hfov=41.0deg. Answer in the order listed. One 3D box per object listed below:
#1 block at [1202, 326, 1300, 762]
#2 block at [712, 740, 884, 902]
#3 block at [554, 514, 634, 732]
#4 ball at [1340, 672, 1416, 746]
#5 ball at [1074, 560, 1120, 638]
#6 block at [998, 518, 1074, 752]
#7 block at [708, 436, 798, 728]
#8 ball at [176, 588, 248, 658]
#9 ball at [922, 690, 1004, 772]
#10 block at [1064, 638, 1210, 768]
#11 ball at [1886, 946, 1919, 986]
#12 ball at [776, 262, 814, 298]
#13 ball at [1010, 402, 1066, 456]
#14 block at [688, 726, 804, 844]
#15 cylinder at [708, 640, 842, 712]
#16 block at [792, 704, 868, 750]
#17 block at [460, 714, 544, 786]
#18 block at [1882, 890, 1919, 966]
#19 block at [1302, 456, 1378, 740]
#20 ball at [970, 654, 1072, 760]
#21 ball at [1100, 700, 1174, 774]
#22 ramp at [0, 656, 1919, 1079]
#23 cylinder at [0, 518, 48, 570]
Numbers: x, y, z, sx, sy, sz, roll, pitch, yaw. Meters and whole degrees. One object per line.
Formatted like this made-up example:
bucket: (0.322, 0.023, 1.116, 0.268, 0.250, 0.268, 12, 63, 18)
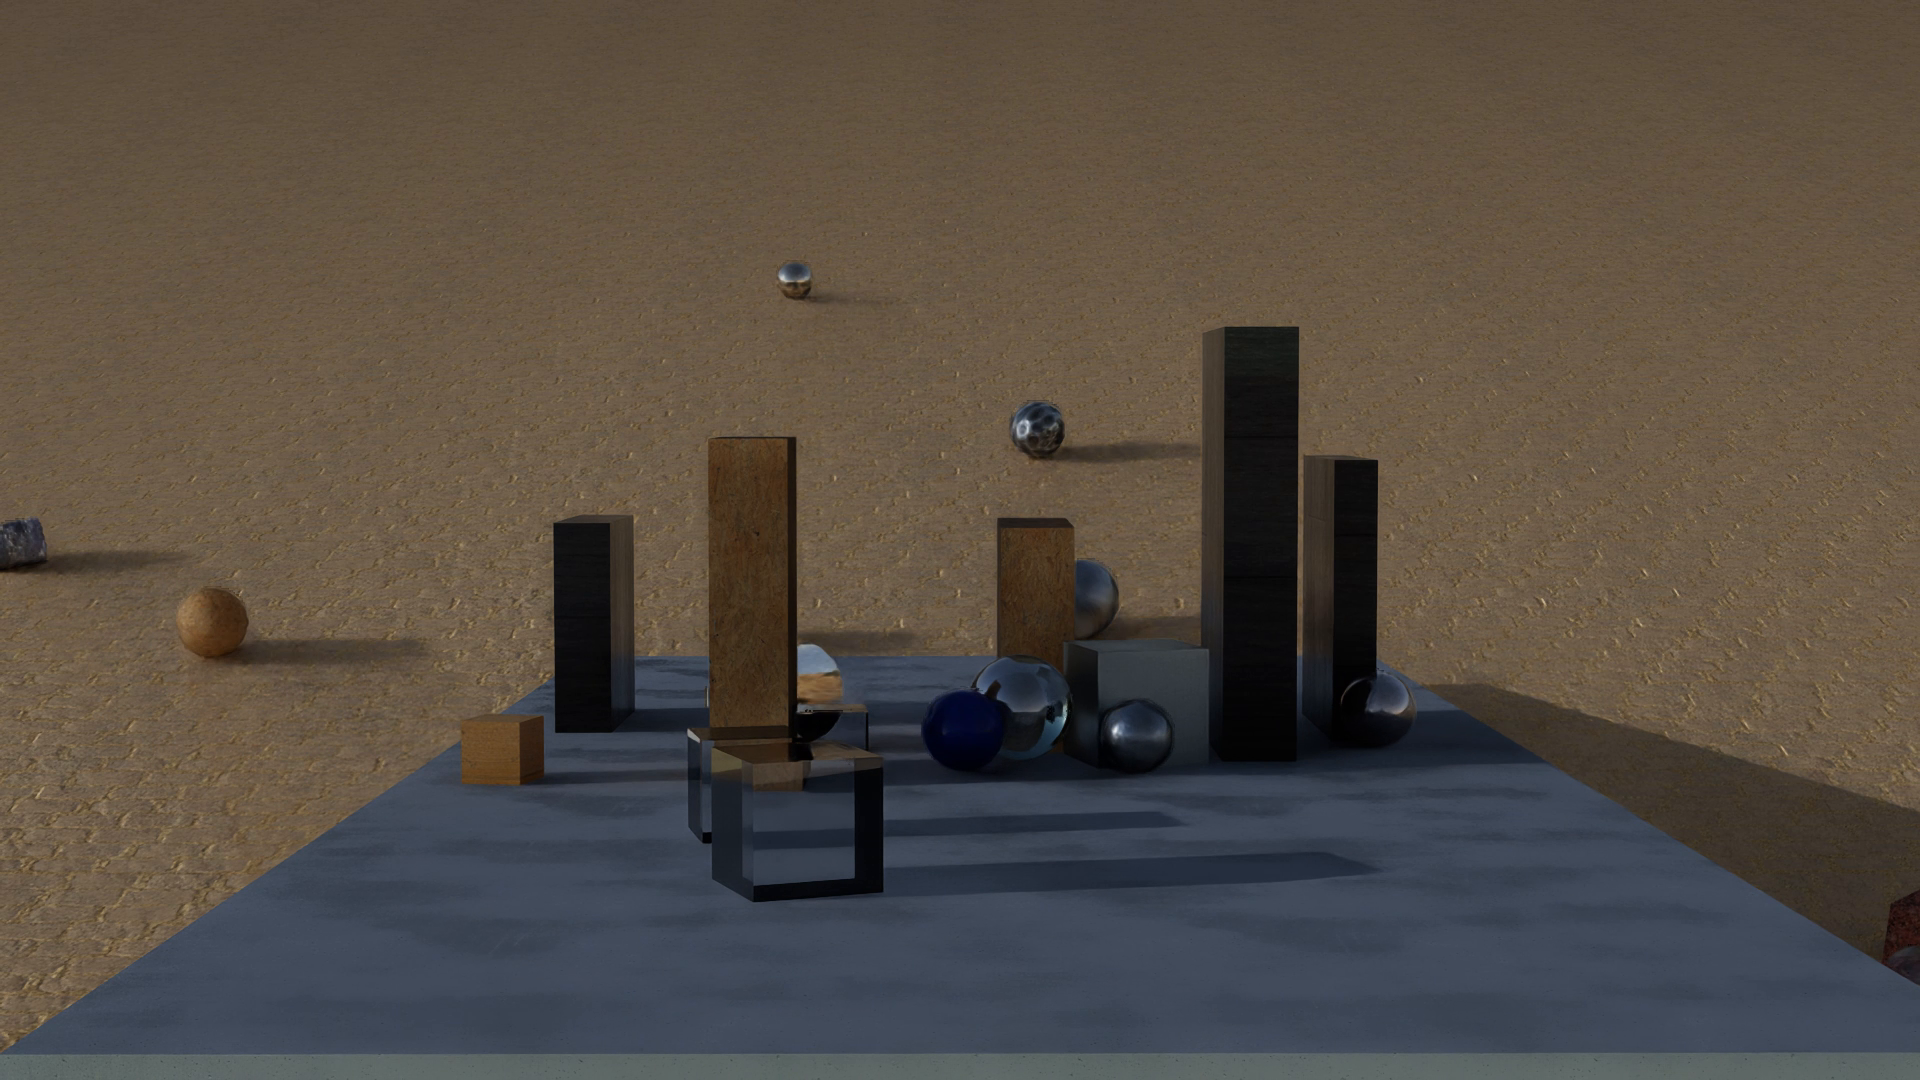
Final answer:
block: (0.535, -0.002, 4.781, 0.132, 0.775, 0.410, 0, 3, 0)
block: (-0.217, 0.370, 3.412, 0.179, 0.179, 0.179, -1, 3, -23)
block: (-0.733, 0.161, 5.174, 0.110, 0.409, 0.366, 0, 3, 0)
ball: (0.779, 0.315, 4.802, 0.140, 0.140, 0.140, 0, 21, 0)
ball: (0.320, 0.157, 6.851, 0.209, 0.209, 0.209, 0, 21, 0)
block: (0.142, 0.173, 4.910, 0.135, 0.413, 0.419, 0, 3, 0)
block: (-0.354, 0.115, 4.418, 0.132, 0.581, 0.244, 0, 3, 0)
ball: (-1.959, 0.218, 6.731, 0.182, 0.182, 0.182, 0, 21, 0)
ball: (0.007, 0.331, 4.481, 0.143, 0.143, 0.143, 0, 21, 0)
block: (0.315, 0.291, 4.627, 0.206, 0.206, 0.206, -1, 3, -15)
ball: (1.912, 0.875, 5.125, 0.132, 0.132, 0.132, 0, 21, 0)
ball: (-0.636, -1.000, 9.890, 0.144, 0.144, 0.144, 0, 21, 0)
ball: (0.247, -0.353, 8.196, 0.176, 0.176, 0.176, 0, 21, 0)
block: (-0.320, 0.362, 3.830, 0.150, 0.150, 0.150, -1, 3, -14)
cylinder: (-0.345, 0.290, 4.818, 0.189, 0.189, 0.189, 10, 7, 23)
block: (-0.220, 0.348, 4.354, 0.124, 0.124, 0.124, 0, 3, -5)
block: (-0.778, 0.356, 4.377, 0.105, 0.105, 0.105, 1, 3, 13)
block: (2.001, 0.816, 5.249, 0.150, 0.150, 0.150, -15, 26, -34)
block: (0.747, 0.104, 5.075, 0.083, 0.533, 0.427, 0, 3, 0)
ball: (0.107, 0.300, 4.610, 0.191, 0.191, 0.191, 0, 21, 0)
ball: (0.305, 0.340, 4.454, 0.128, 0.128, 0.128, 0, 21, 0)
ramp: (0.050, 0.450, 4.532, 2.000, 0.100, 4.000, 0, 3, 0)
cylinder: (-2.686, 0.012, 7.328, 0.128, 0.128, 0.128, -13, 25, -29)
